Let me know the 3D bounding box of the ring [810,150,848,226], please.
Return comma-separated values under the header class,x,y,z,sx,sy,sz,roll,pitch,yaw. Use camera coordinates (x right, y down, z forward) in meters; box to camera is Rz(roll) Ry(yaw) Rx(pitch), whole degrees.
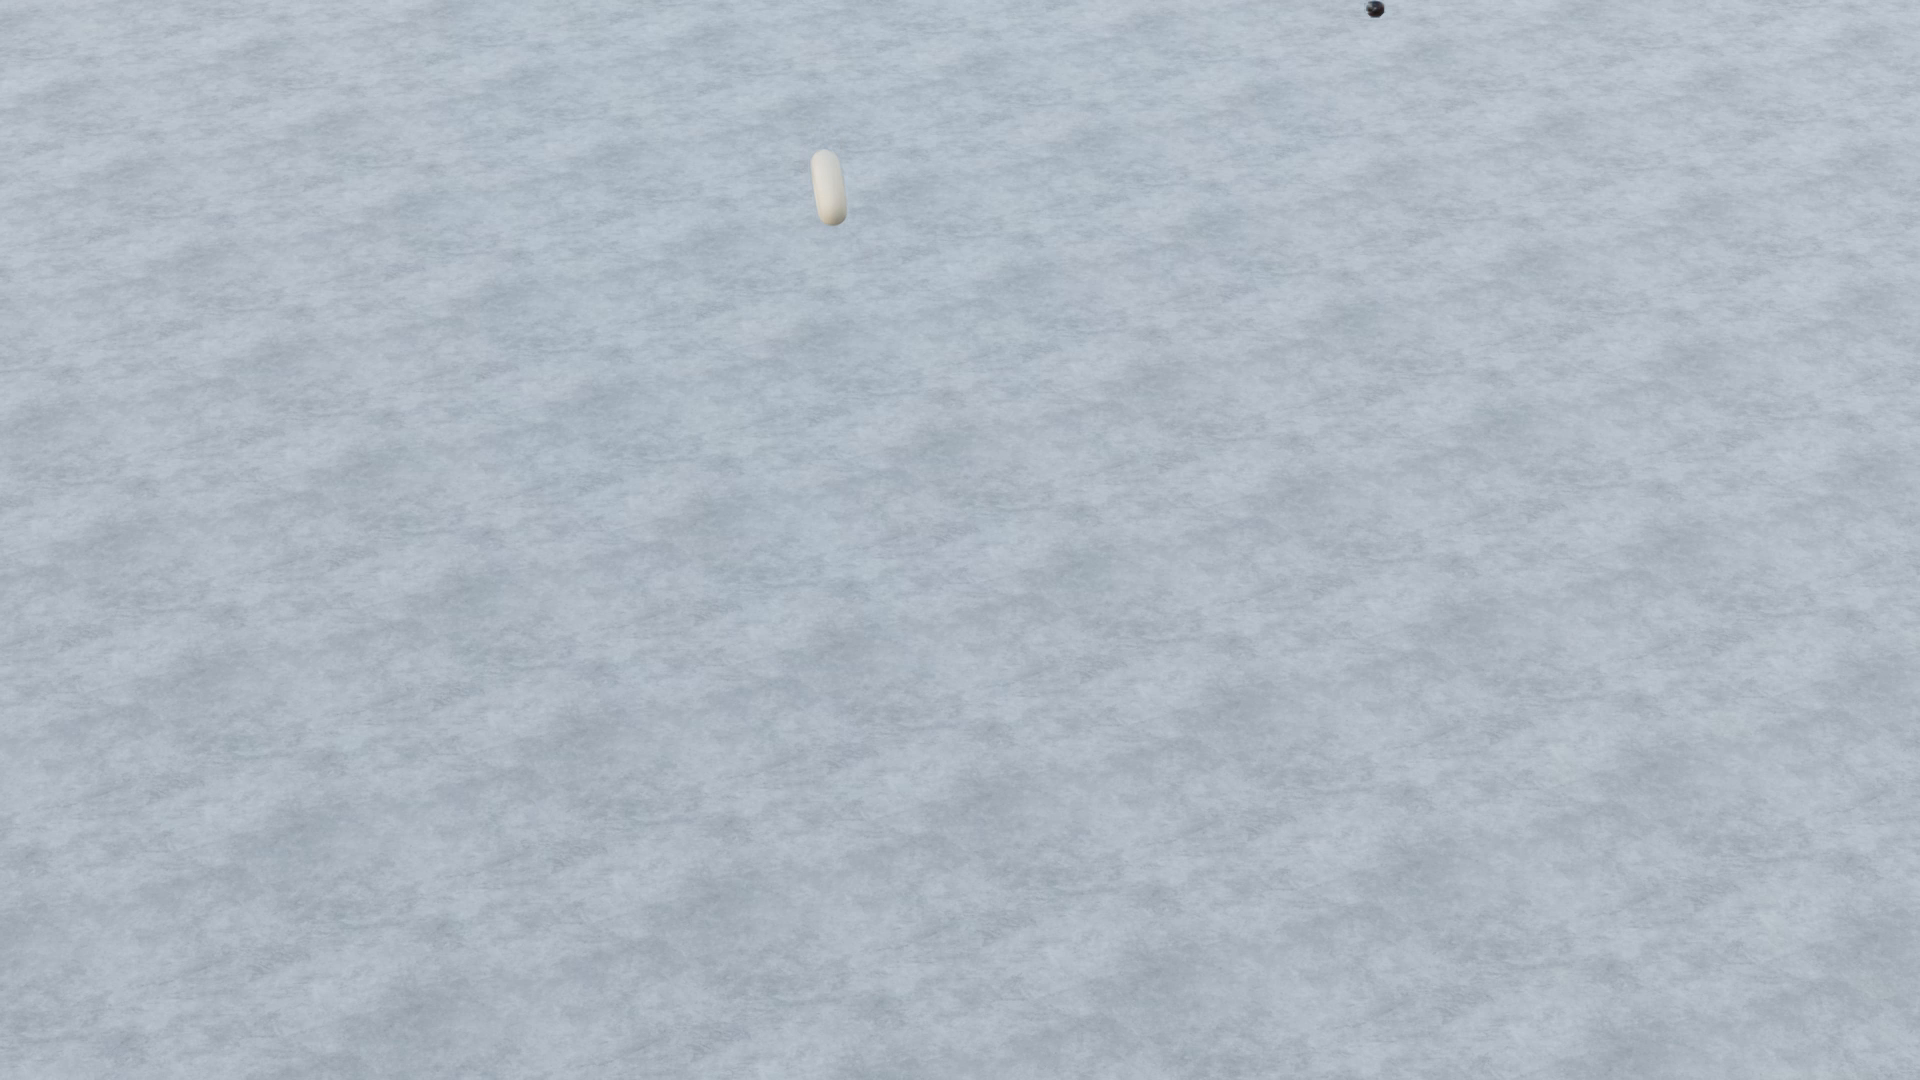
class,x,y,z,sx,sy,sz,roll,pitch,yaw
ring,-0.363,-0.978,8.141,0.079,0.180,0.360,-8,28,-4
